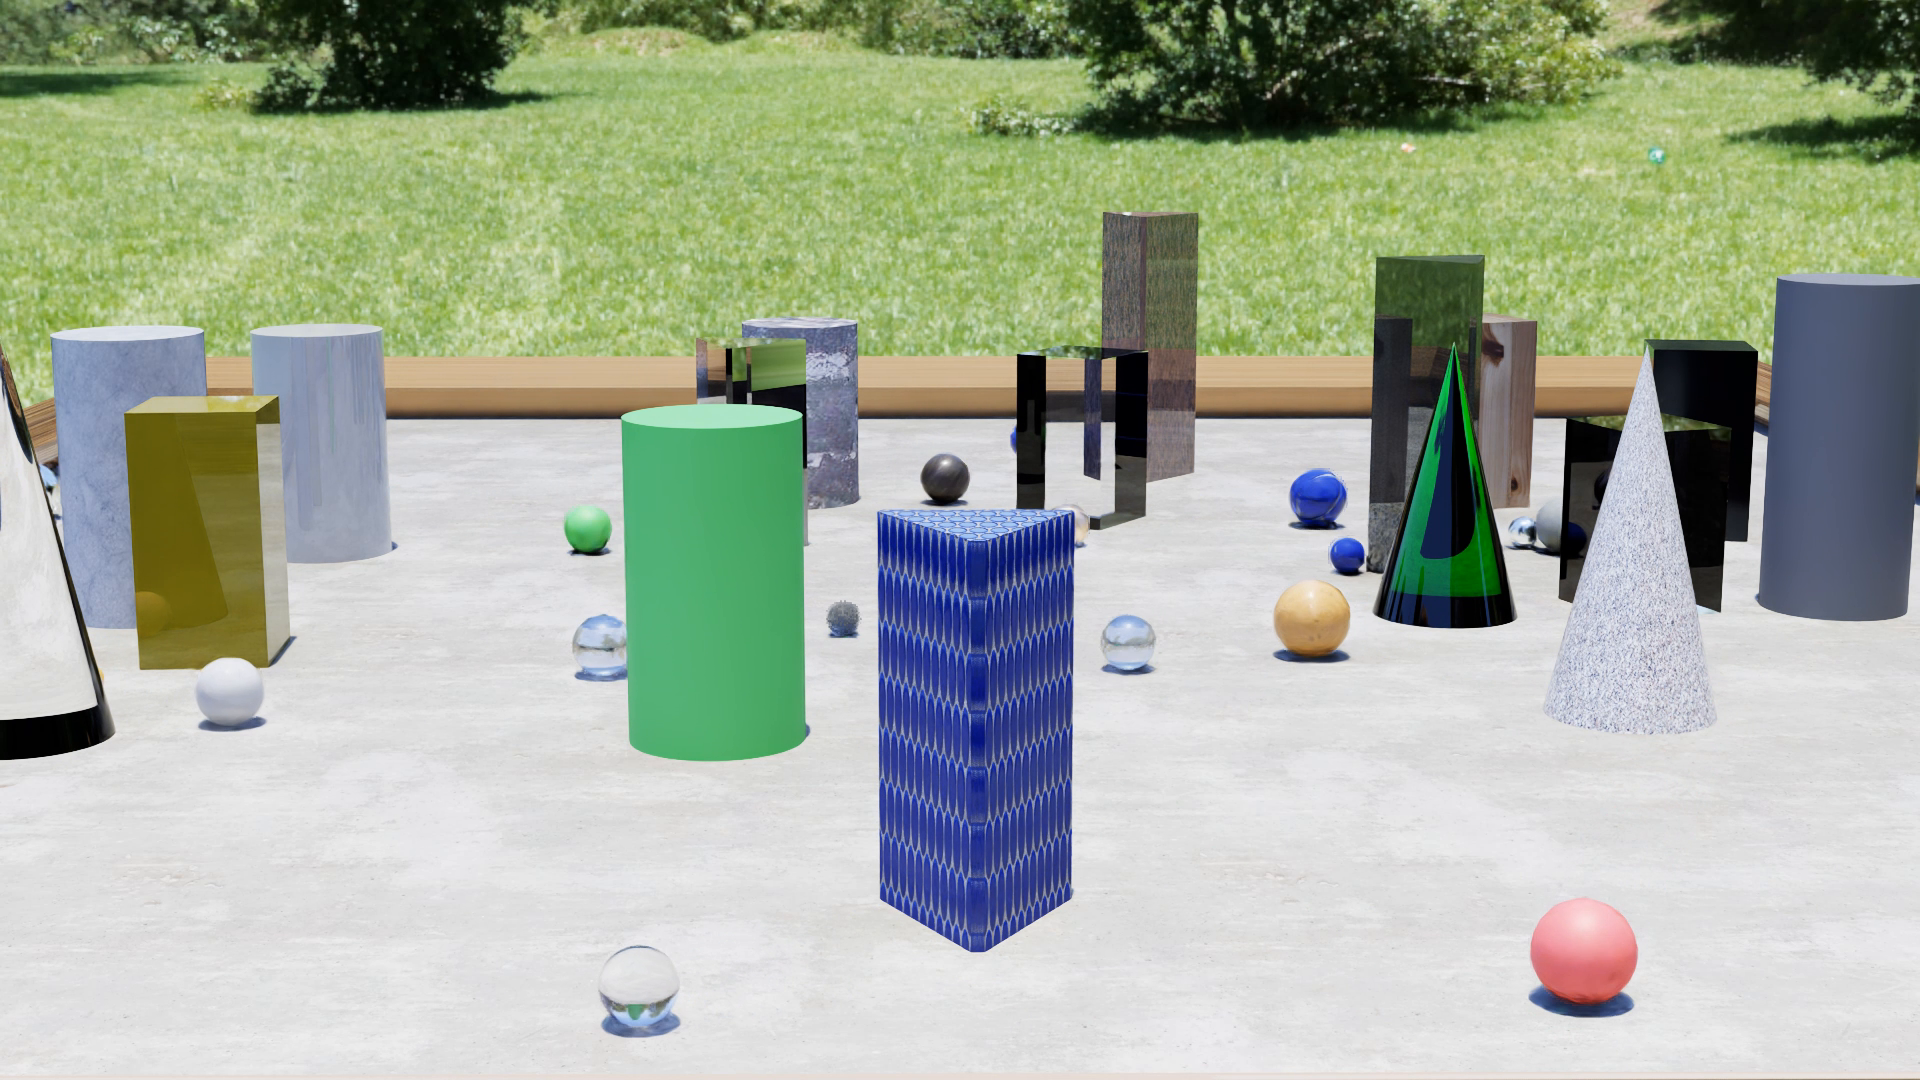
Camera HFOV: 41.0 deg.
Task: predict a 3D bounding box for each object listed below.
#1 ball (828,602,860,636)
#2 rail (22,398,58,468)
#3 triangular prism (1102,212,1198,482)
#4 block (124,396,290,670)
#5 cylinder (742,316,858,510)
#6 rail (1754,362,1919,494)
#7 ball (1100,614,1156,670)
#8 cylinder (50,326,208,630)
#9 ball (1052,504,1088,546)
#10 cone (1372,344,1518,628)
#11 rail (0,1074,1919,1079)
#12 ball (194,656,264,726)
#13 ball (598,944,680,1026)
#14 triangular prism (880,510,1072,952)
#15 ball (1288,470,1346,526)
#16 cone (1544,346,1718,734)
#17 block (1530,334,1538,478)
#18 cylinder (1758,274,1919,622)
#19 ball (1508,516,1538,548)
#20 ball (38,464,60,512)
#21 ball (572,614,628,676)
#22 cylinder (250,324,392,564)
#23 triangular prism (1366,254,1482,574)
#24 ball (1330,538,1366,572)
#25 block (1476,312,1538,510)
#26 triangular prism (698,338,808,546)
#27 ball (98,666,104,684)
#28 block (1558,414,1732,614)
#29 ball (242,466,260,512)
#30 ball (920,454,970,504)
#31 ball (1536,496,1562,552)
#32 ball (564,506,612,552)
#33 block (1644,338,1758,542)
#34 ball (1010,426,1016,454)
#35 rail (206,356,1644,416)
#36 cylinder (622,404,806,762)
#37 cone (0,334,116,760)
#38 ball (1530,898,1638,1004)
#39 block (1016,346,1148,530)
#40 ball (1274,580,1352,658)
[{"bbox_3d":[-0.150,0.102,3.306,0.042,0.042,0.042,0,11,0],"label":"ball"},{"bbox_3d":[-1.623,0.034,3.440,0.045,0.125,3.853,0,11,0],"label":"rail"},{"bbox_3d":[0.312,-0.347,4.564,0.144,0.466,0.167,8,13,38],"label":"triangular prism"},{"bbox_3d":[-0.927,-0.012,3.171,0.154,0.315,0.154,-1,11,-5],"label":"block"},{"bbox_3d":[-0.267,-0.215,4.305,0.193,0.301,0.193,0,11,0],"label":"cylinder"},{"bbox_3d":[1.623,0.030,3.458,0.045,0.125,3.853,0,11,0],"label":"rail"},{"bbox_3d":[0.205,0.124,3.117,0.067,0.067,0.067,0,11,0],"label":"ball"},{"bbox_3d":[-1.093,-0.087,3.403,0.193,0.377,0.193,0,11,0],"label":"cylinder"},{"bbox_3d":[0.164,-0.024,3.917,0.066,0.066,0.066,0,11,0],"label":"ball"},{"bbox_3d":[0.650,-0.082,3.408,0.193,0.366,0.193,0,11,0],"label":"cone"},{"bbox_3d":[0.011,0.380,1.578,3.294,0.125,0.045,0,11,0],"label":"rail"},{"bbox_3d":[-0.814,0.168,2.857,0.076,0.076,0.076,0,11,0],"label":"ball"},{"bbox_3d":[-0.246,0.341,1.964,0.062,0.062,0.062,0,11,0],"label":"ball"},{"bbox_3d":[0.035,0.152,2.202,0.144,0.348,0.167,-6,12,-30],"label":"triangular prism"},{"bbox_3d":[0.569,-0.067,4.080,0.091,0.091,0.091,0,11,0],"label":"ball"},{"bbox_3d":[0.760,-0.010,2.875,0.193,0.420,0.193,0,11,0],"label":"cone"},{"bbox_3d":[0.913,-0.231,4.514,0.154,0.255,0.154,6,12,27],"label":"block"},{"bbox_3d":[1.184,-0.128,3.444,0.193,0.444,0.193,0,11,0],"label":"cylinder"},{"bbox_3d":[0.858,-0.012,3.902,0.048,0.048,0.048,0,11,0],"label":"ball"},{"bbox_3d":[-1.499,-0.078,4.140,0.092,0.092,0.092,0,11,0],"label":"ball"},{"bbox_3d":[-0.429,0.127,3.086,0.074,0.074,0.074,0,11,0],"label":"ball"},{"bbox_3d":[-0.956,-0.147,3.846,0.193,0.335,0.193,0,11,0],"label":"cylinder"},{"bbox_3d":[0.701,-0.177,3.679,0.167,0.455,0.144,10,15,44],"label":"triangular prism"},{"bbox_3d":[0.561,0.022,3.711,0.051,0.051,0.051,0,11,0],"label":"ball"},{"bbox_3d":[0.850,-0.216,4.285,0.154,0.310,0.154,-3,11,-18],"label":"block"},{"bbox_3d":[-0.342,-0.144,3.877,0.144,0.317,0.167,8,13,38],"label":"triangular prism"},{"bbox_3d":[-1.009,0.163,2.933,0.059,0.059,0.059,0,11,0],"label":"ball"},{"bbox_3d":[0.923,-0.034,3.466,0.154,0.251,0.154,-4,11,-19],"label":"block"},{"bbox_3d":[-1.132,-0.085,4.203,0.083,0.083,0.083,0,11,0],"label":"ball"},{"bbox_3d":[-0.024,-0.103,4.297,0.083,0.083,0.083,0,11,0],"label":"ball"},{"bbox_3d":[0.909,-0.023,3.857,0.086,0.086,0.086,0,11,0],"label":"ball"},{"bbox_3d":[-0.560,-0.017,3.864,0.072,0.072,0.072,0,11,0],"label":"ball"},{"bbox_3d":[1.150,-0.158,4.013,0.154,0.295,0.154,2,11,9],"label":"block"},{"bbox_3d":[0.130,-0.186,4.763,0.076,0.076,0.076,0,11,0],"label":"ball"},{"bbox_3d":[-0.011,-0.316,5.320,3.294,0.125,0.045,0,11,0],"label":"rail"},{"bbox_3d":[-0.265,0.042,2.773,0.193,0.355,0.193,0,11,0],"label":"cylinder"},{"bbox_3d":[-1.025,-0.013,2.766,0.193,0.465,0.193,0,11,0],"label":"cone"},{"bbox_3d":[0.489,0.322,2.011,0.082,0.082,0.082,0,11,0],"label":"ball"},{"bbox_3d":[0.197,-0.167,4.129,0.154,0.271,0.154,7,12,31],"label":"block"},{"bbox_3d":[0.437,0.097,3.184,0.096,0.096,0.096,0,11,0],"label":"ball"}]
